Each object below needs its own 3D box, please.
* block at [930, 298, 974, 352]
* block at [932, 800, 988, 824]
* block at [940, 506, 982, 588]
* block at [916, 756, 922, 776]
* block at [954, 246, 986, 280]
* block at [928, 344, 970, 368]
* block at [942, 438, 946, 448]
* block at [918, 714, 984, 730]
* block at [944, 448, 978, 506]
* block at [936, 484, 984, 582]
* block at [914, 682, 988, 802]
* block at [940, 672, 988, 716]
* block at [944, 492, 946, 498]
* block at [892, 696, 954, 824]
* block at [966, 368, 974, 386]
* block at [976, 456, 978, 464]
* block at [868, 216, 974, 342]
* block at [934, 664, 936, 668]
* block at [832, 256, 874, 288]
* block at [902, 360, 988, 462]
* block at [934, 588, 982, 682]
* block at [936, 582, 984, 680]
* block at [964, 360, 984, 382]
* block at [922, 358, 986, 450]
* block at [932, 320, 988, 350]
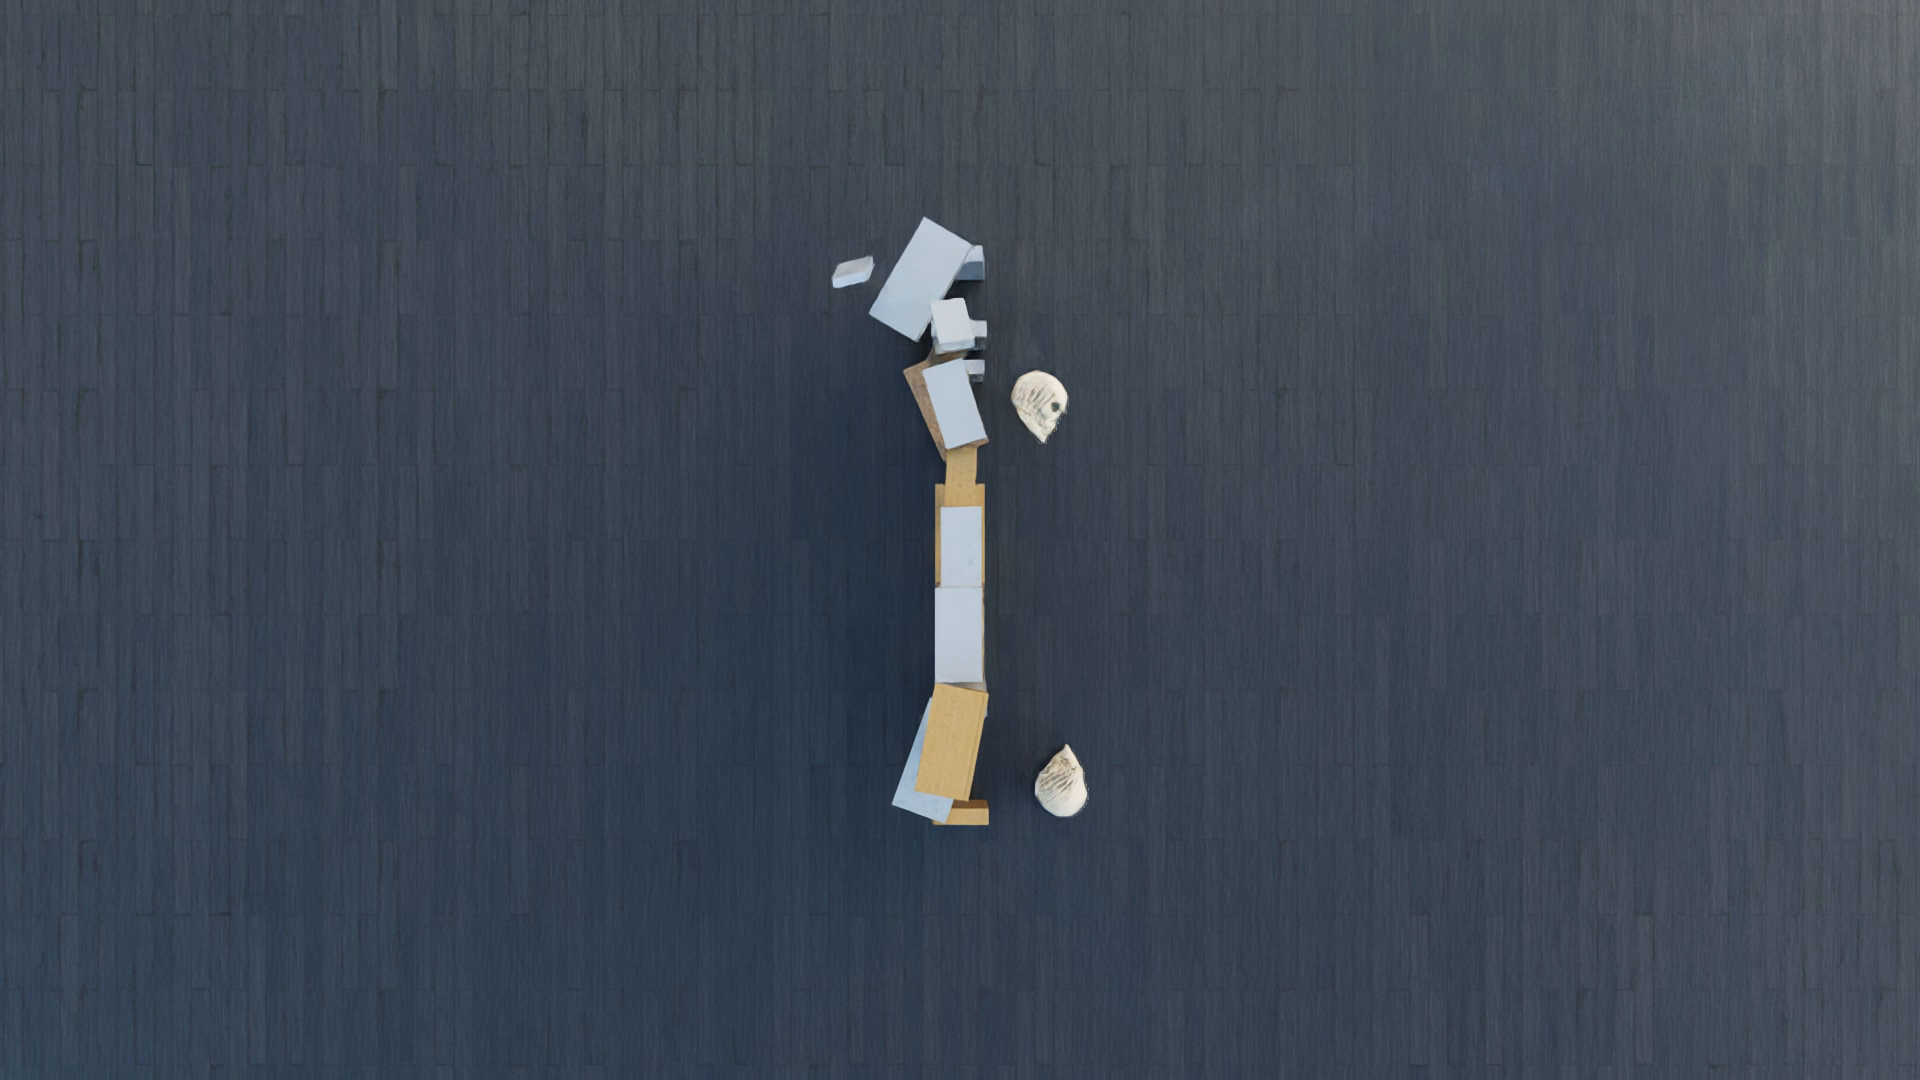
[{"bbox_3d":[-0.024,-0.646,4.934,0.104,0.209,0.030,-8,134,-4],"label":"block"},{"bbox_3d":[0.001,0.877,5.323,0.176,0.352,0.050,0,86,0],"label":"block"},{"bbox_3d":[0.004,0.022,4.890,0.121,0.034,0.241,0,90,0],"label":"block"},{"bbox_3d":[-0.037,0.650,4.939,0.158,0.315,0.045,12,102,0],"label":"block"},{"bbox_3d":[-0.009,-0.893,5.324,0.172,0.345,0.049,0,90,3],"label":"block"},{"bbox_3d":[-0.036,-0.566,5.018,0.104,0.247,0.030,-10,88,-6],"label":"block"},{"bbox_3d":[0.008,-0.316,5.020,0.123,0.246,0.035,-19,91,0],"label":"block"},{"bbox_3d":[-0.025,0.591,5.324,0.176,0.352,0.050,-19,74,0],"label":"block"},{"bbox_3d":[0.003,-0.187,4.955,0.090,0.026,0.180,3,90,0],"label":"block"},{"bbox_3d":[0.000,-0.021,5.170,0.154,0.044,0.308,0,90,0],"label":"block"},{"bbox_3d":[-0.024,0.582,4.758,0.158,0.045,0.315,11,90,0],"label":"block"},{"bbox_3d":[0.002,0.471,5.061,0.158,0.556,0.045,0,94,0],"label":"block"},{"bbox_3d":[0.000,-0.131,5.058,0.090,0.180,0.026,0,91,0],"label":"block"},{"bbox_3d":[-0.069,0.682,5.122,0.176,0.050,0.352,20,90,0],"label":"block"},{"bbox_3d":[-0.028,-0.482,5.018,0.123,0.246,0.035,-12,90,3],"label":"block"},{"bbox_3d":[0.006,-0.242,5.174,0.090,0.411,0.026,-10,92,0],"label":"block"},{"bbox_3d":[-0.122,-0.809,5.134,0.172,0.049,0.345,31,95,6],"label":"block"},{"bbox_3d":[-0.002,0.387,5.346,0.153,0.307,0.043,3,89,0],"label":"block"},{"bbox_3d":[-0.325,-0.820,5.044,0.104,0.209,0.030,-12,111,8],"label":"block"},{"bbox_3d":[-0.044,-0.419,5.166,0.156,0.044,0.311,-24,90,0],"label":"block"},{"bbox_3d":[-0.004,0.279,4.853,0.138,0.039,0.275,0,90,0],"label":"block"},{"bbox_3d":[-0.001,0.286,5.170,0.153,0.043,0.307,0,90,0],"label":"block"},{"bbox_3d":[0.000,-0.546,5.343,0.156,0.311,0.044,0,90,1],"label":"block"},{"bbox_3d":[-0.016,-0.402,4.878,0.123,0.035,0.246,-17,90,3],"label":"block"},{"bbox_3d":[-0.002,-0.661,5.328,0.172,0.345,0.049,1,90,0],"label":"block"}]
